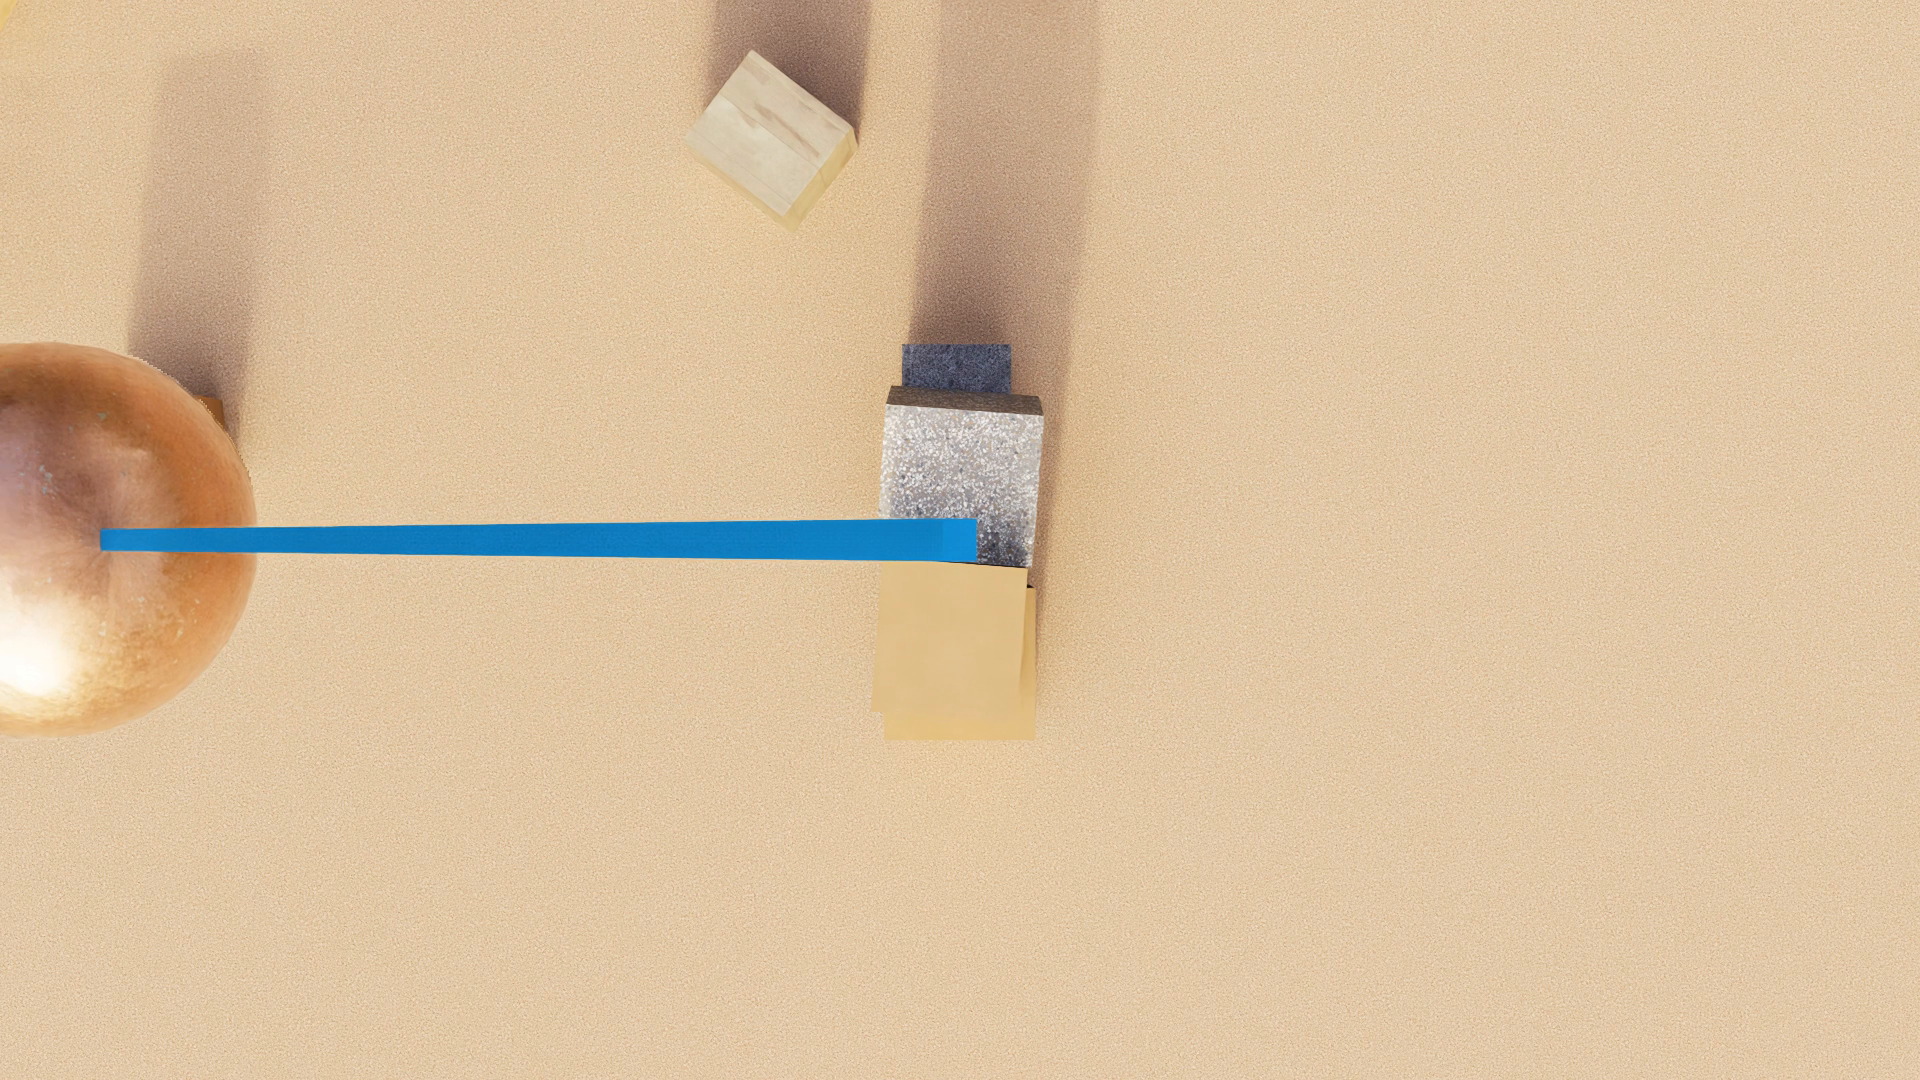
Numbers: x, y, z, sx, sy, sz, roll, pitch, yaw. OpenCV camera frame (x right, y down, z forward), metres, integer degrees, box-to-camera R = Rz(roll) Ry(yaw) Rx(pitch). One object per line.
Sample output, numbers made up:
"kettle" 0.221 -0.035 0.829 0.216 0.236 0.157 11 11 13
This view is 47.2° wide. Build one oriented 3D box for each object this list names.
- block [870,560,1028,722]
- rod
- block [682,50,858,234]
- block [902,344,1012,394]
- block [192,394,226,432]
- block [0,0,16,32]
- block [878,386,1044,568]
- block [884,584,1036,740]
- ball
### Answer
"block" -0.054 0.509 11.628 0.741 0.878 0.787 4 90 0
"rod" -1.587 0.000 6.168 0.080 5.200 0.080 0 90 -38
"block" -1.078 -2.277 12.651 0.710 0.698 0.638 38 90 0
"block" -0.019 -0.780 12.661 0.612 0.678 0.632 0 90 0
"block" -4.630 -0.525 12.737 0.604 0.526 0.535 -7 90 0
"block" -5.913 -3.291 12.676 0.694 0.647 0.756 28 90 0
"block" -0.003 -0.359 11.896 0.823 0.877 0.802 4 100 -1
"block" -0.002 0.682 12.534 0.831 0.933 0.833 0 90 0
"ball" -3.662 0.000 8.862 1.600 1.600 1.600 0 90 0
